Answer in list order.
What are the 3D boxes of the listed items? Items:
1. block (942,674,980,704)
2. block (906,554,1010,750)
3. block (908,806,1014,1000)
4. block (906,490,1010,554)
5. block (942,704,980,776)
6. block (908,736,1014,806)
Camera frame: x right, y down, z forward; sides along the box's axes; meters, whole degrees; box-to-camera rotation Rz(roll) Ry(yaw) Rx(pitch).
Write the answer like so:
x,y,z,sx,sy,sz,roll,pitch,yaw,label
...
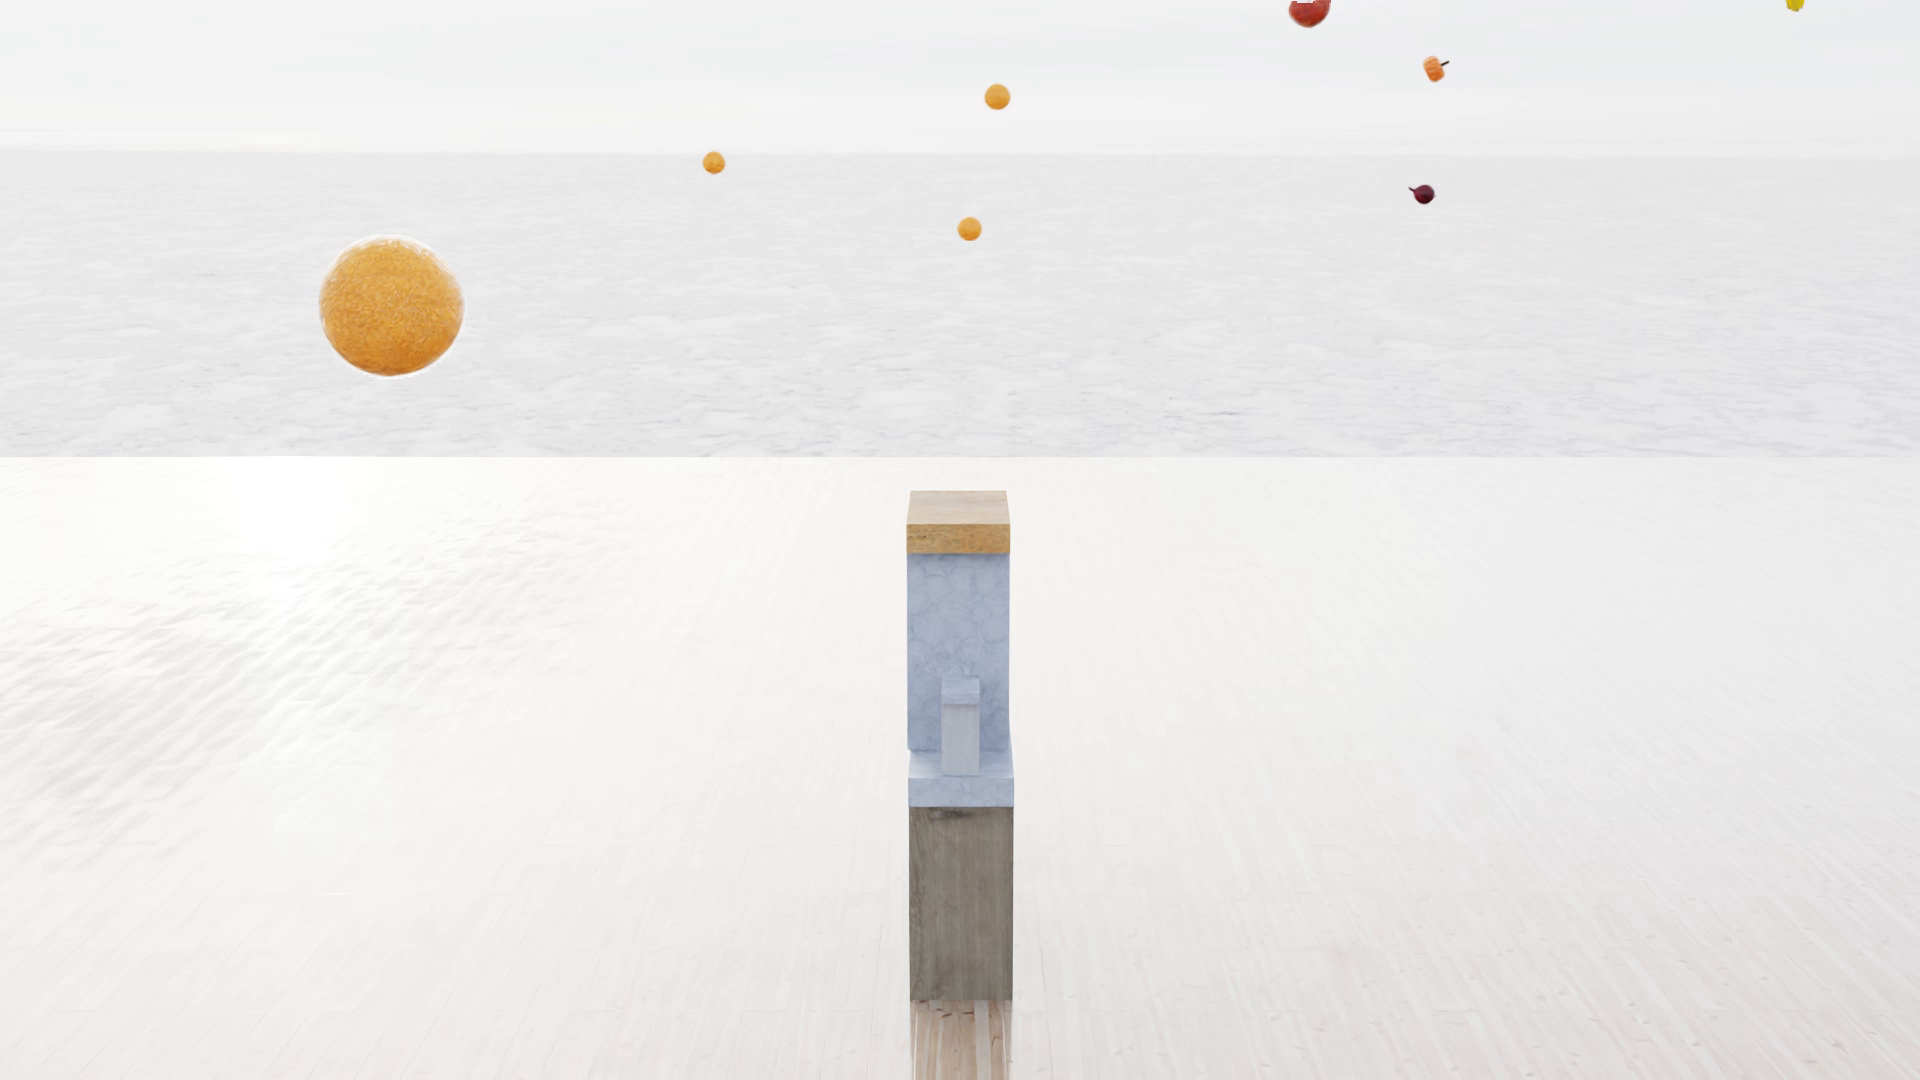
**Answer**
x,y,z,sx,sy,sz,roll,pitch,yaw,label
0.001,0.214,3.162,0.054,0.015,0.108,0,11,0,block
-0.003,0.159,3.263,0.152,0.303,0.043,0,11,0,block
0.002,0.520,3.213,0.152,0.303,0.043,0,11,0,block
-0.003,-0.030,3.330,0.152,0.043,0.303,0,11,0,block
0.001,0.282,3.137,0.054,0.108,0.015,0,11,0,block
0.002,0.332,3.281,0.152,0.043,0.303,0,11,0,block
